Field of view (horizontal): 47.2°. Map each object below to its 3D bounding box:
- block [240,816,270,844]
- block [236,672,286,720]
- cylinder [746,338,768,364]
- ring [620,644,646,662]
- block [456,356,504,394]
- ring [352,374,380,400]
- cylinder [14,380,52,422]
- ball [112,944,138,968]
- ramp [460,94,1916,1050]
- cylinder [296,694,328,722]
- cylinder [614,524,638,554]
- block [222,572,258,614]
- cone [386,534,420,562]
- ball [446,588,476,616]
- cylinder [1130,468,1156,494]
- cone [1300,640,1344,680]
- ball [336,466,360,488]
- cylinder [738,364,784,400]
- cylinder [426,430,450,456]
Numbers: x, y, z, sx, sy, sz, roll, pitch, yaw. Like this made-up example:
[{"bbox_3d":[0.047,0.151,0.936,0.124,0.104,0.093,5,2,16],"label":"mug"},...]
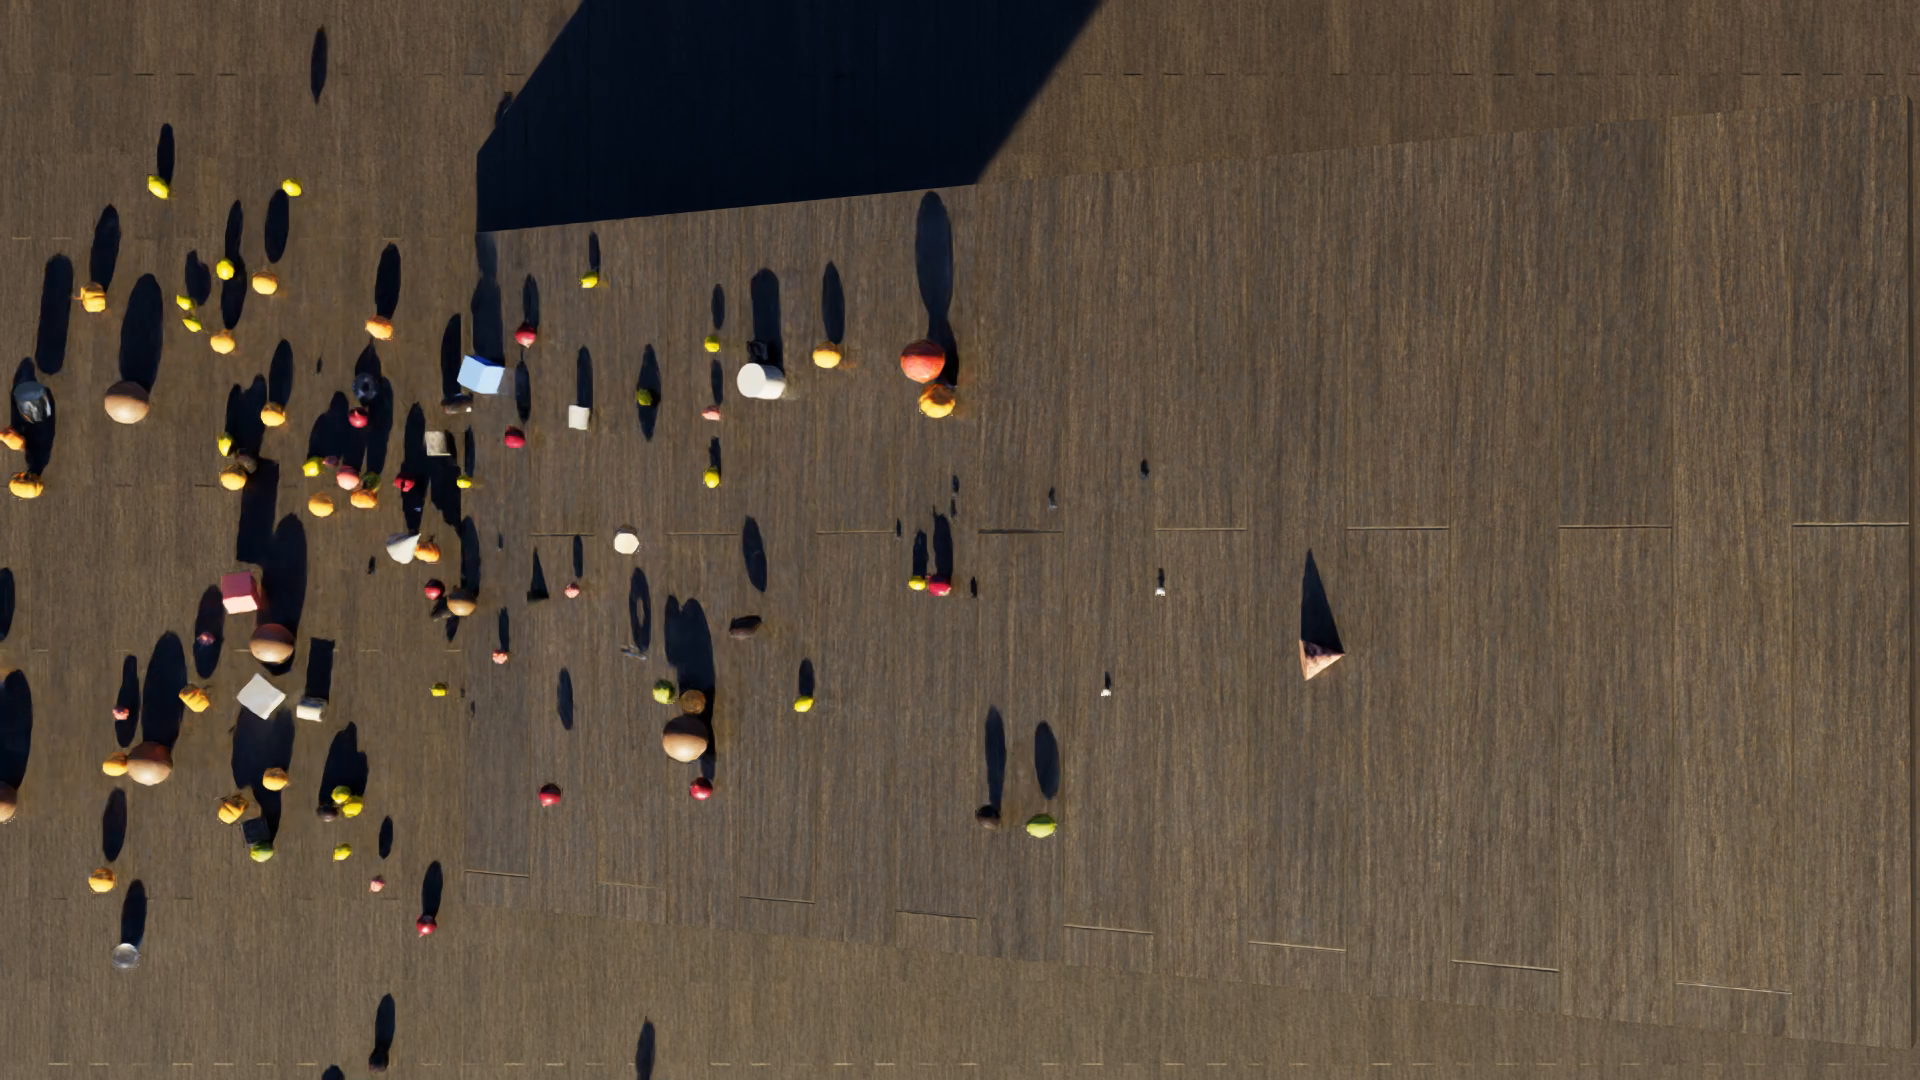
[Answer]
[{"bbox_3d":[-2.113,0.870,6.592,0.069,0.069,0.069,-14,88,-24],"label":"block"},{"bbox_3d":[-2.090,0.468,6.576,0.095,0.095,0.095,40,79,-2],"label":"block"},{"bbox_3d":[-0.553,-0.514,6.015,0.054,0.054,0.054,5,65,0],"label":"cylinder"},{"bbox_3d":[-0.919,0.318,6.200,0.080,0.080,0.027,24,78,0],"label":"ring"},{"bbox_3d":[-1.415,-0.488,6.488,0.084,0.084,0.084,27,102,27],"label":"block"},{"bbox_3d":[-1.800,-0.463,6.654,0.084,0.028,0.084,0,90,-1],"label":"ring"},{"bbox_3d":[-2.774,-0.413,6.576,0.088,0.088,0.088,4,49,-4],"label":"cylinder"},{"bbox_3d":[-2.511,1.252,6.613,0.075,0.075,0.075,0,89,0],"label":"ball"},{"bbox_3d":[0.271,0.075,5.631,4.000,0.100,2.000,0,89,30],"label":"ramp"},{"bbox_3d":[-1.951,0.507,6.624,0.069,0.069,0.069,24,89,-22],"label":"cylinder"},{"bbox_3d":[-0.925,-0.003,6.089,0.065,0.065,0.065,-4,113,-9],"label":"cylinder"},{"bbox_3d":[-2.153,0.157,6.578,0.085,0.085,0.085,-8,59,-7],"label":"block"},{"bbox_3d":[-1.648,0.003,6.589,0.100,0.100,0.100,-29,89,32],"label":"cone"},{"bbox_3d":[-1.477,0.182,6.516,0.086,0.086,0.086,0,89,0],"label":"ball"},{"bbox_3d":[0.455,-0.148,5.457,0.060,0.060,0.060,0,98,-1],"label":"cylinder"},{"bbox_3d":[0.863,0.277,5.211,0.099,0.099,0.099,-7,89,3],"label":"cone"},{"bbox_3d":[-1.846,-0.189,6.630,0.070,0.070,0.070,0,89,0],"label":"ball"},{"bbox_3d":[-0.542,-0.432,5.987,0.092,0.092,0.092,0,89,30],"label":"cylinder"},{"bbox_3d":[-1.562,-0.289,6.578,0.070,0.070,0.070,-3,89,0],"label":"cylinder"}]
